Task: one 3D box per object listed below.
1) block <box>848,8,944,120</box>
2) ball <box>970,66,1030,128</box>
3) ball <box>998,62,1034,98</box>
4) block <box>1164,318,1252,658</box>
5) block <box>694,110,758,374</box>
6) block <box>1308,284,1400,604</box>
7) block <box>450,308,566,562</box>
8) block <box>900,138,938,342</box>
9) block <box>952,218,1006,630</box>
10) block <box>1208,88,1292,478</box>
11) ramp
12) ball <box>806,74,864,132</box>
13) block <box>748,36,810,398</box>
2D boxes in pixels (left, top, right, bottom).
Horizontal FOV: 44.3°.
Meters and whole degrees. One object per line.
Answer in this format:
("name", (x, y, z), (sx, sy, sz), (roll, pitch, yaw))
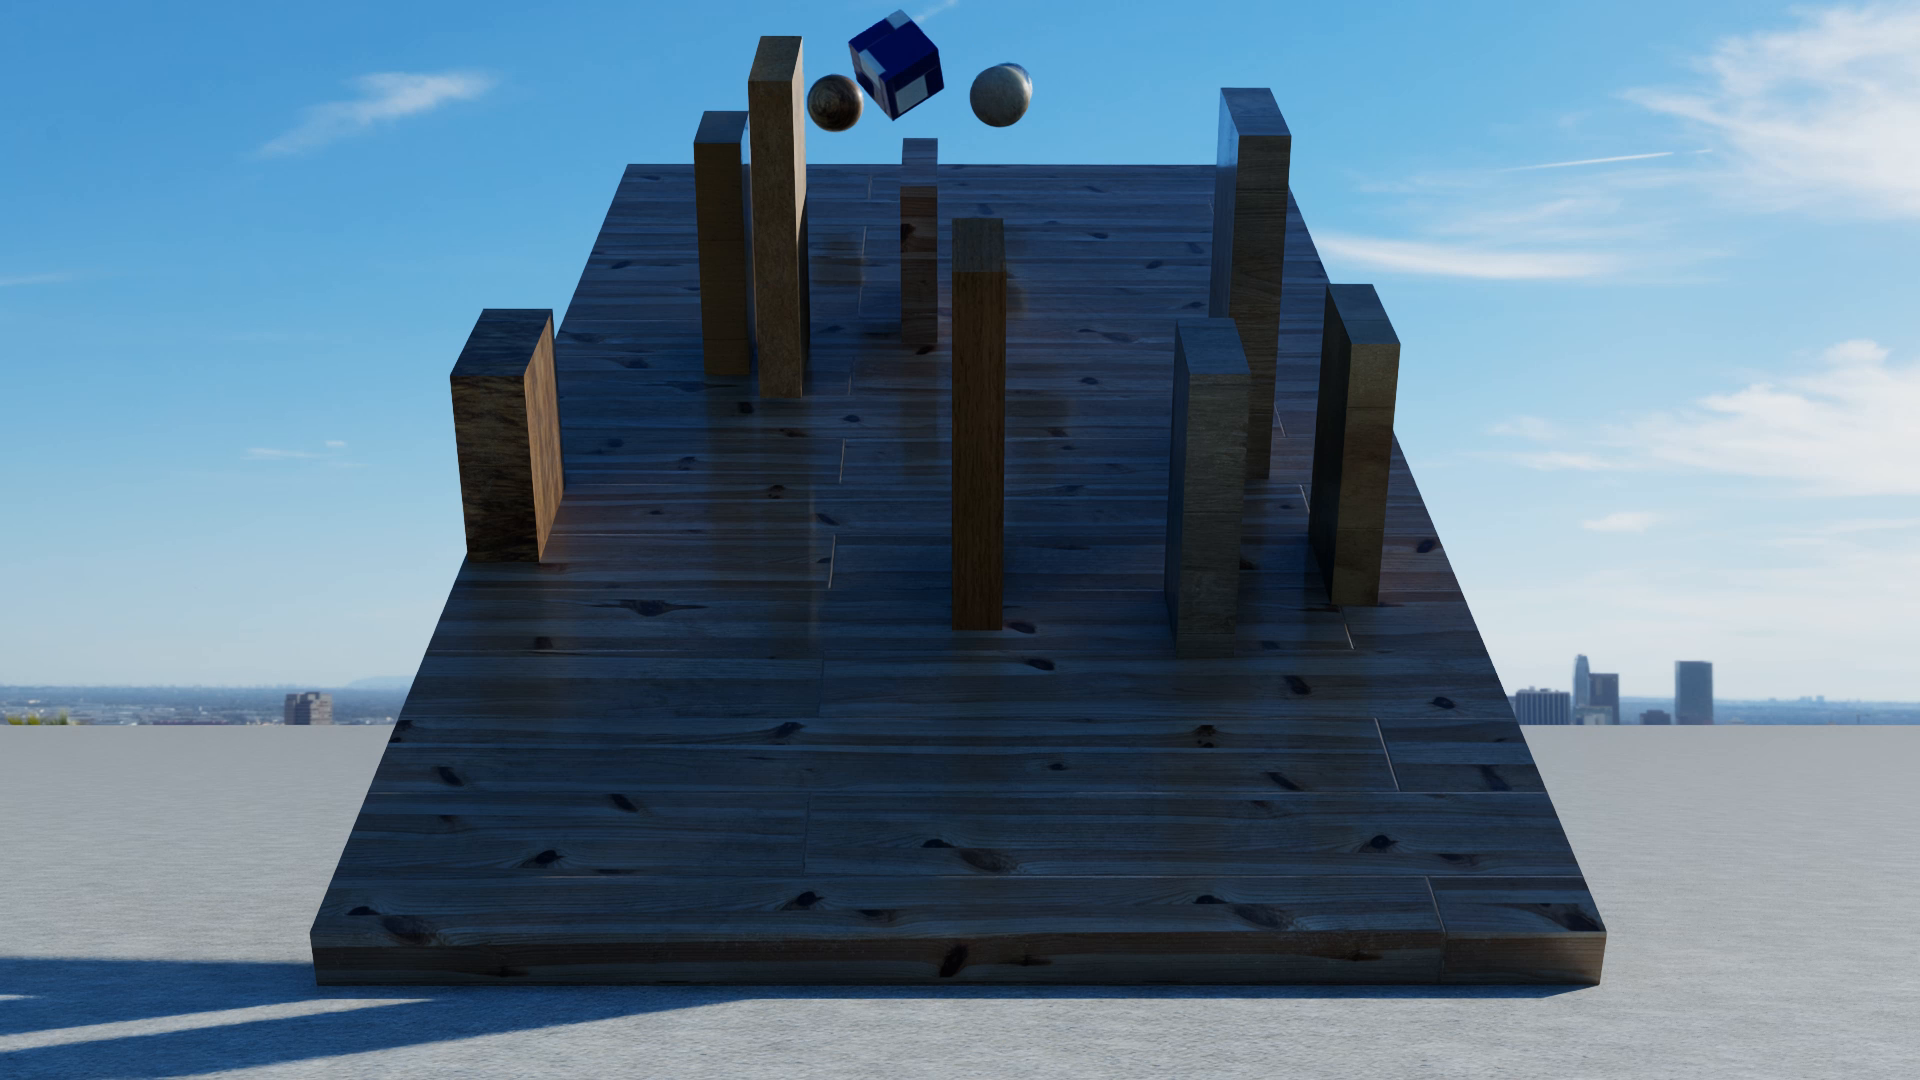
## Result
("block", (-0.178, -1.339, 6.642), (0.181, 0.181, 0.181), (-34, -24, -11))
("ball", (0.117, -1.293, 6.871), (0.177, 0.177, 0.177), (0, -4, 0))
("ball", (0.147, -1.375, 7.163), (0.151, 0.151, 0.151), (0, -4, 0))
("block", (0.459, -0.098, 4.420), (0.108, 0.573, 0.282), (0, 26, 0))
("block", (-0.562, -0.716, 5.677), (0.108, 0.574, 0.269), (0, 26, 0))
("block", (0.772, -0.191, 4.642), (0.091, 0.546, 0.327), (0, 26, 0))
("block", (-0.924, -0.220, 4.851), (0.144, 0.406, 0.373), (0, 26, 0))
("block", (-0.101, -0.763, 5.969), (0.089, 0.404, 0.409), (0, 26, 0))
("block", (0.033, -0.218, 4.492), (0.097, 0.724, 0.302), (0, 26, 0))
("block", (0.621, -0.560, 5.142), (0.108, 0.770, 0.366), (0, 26, 0))
("ramp", (-0.010, -0.229, 5.450), (2.000, 0.100, 4.000), (0, 26, 0))
("ball", (-0.371, -1.299, 7.012), (0.172, 0.172, 0.172), (0, -4, 0))
("block", (-0.423, -0.764, 5.566), (0.098, 0.758, 0.406), (0, 26, 0))
